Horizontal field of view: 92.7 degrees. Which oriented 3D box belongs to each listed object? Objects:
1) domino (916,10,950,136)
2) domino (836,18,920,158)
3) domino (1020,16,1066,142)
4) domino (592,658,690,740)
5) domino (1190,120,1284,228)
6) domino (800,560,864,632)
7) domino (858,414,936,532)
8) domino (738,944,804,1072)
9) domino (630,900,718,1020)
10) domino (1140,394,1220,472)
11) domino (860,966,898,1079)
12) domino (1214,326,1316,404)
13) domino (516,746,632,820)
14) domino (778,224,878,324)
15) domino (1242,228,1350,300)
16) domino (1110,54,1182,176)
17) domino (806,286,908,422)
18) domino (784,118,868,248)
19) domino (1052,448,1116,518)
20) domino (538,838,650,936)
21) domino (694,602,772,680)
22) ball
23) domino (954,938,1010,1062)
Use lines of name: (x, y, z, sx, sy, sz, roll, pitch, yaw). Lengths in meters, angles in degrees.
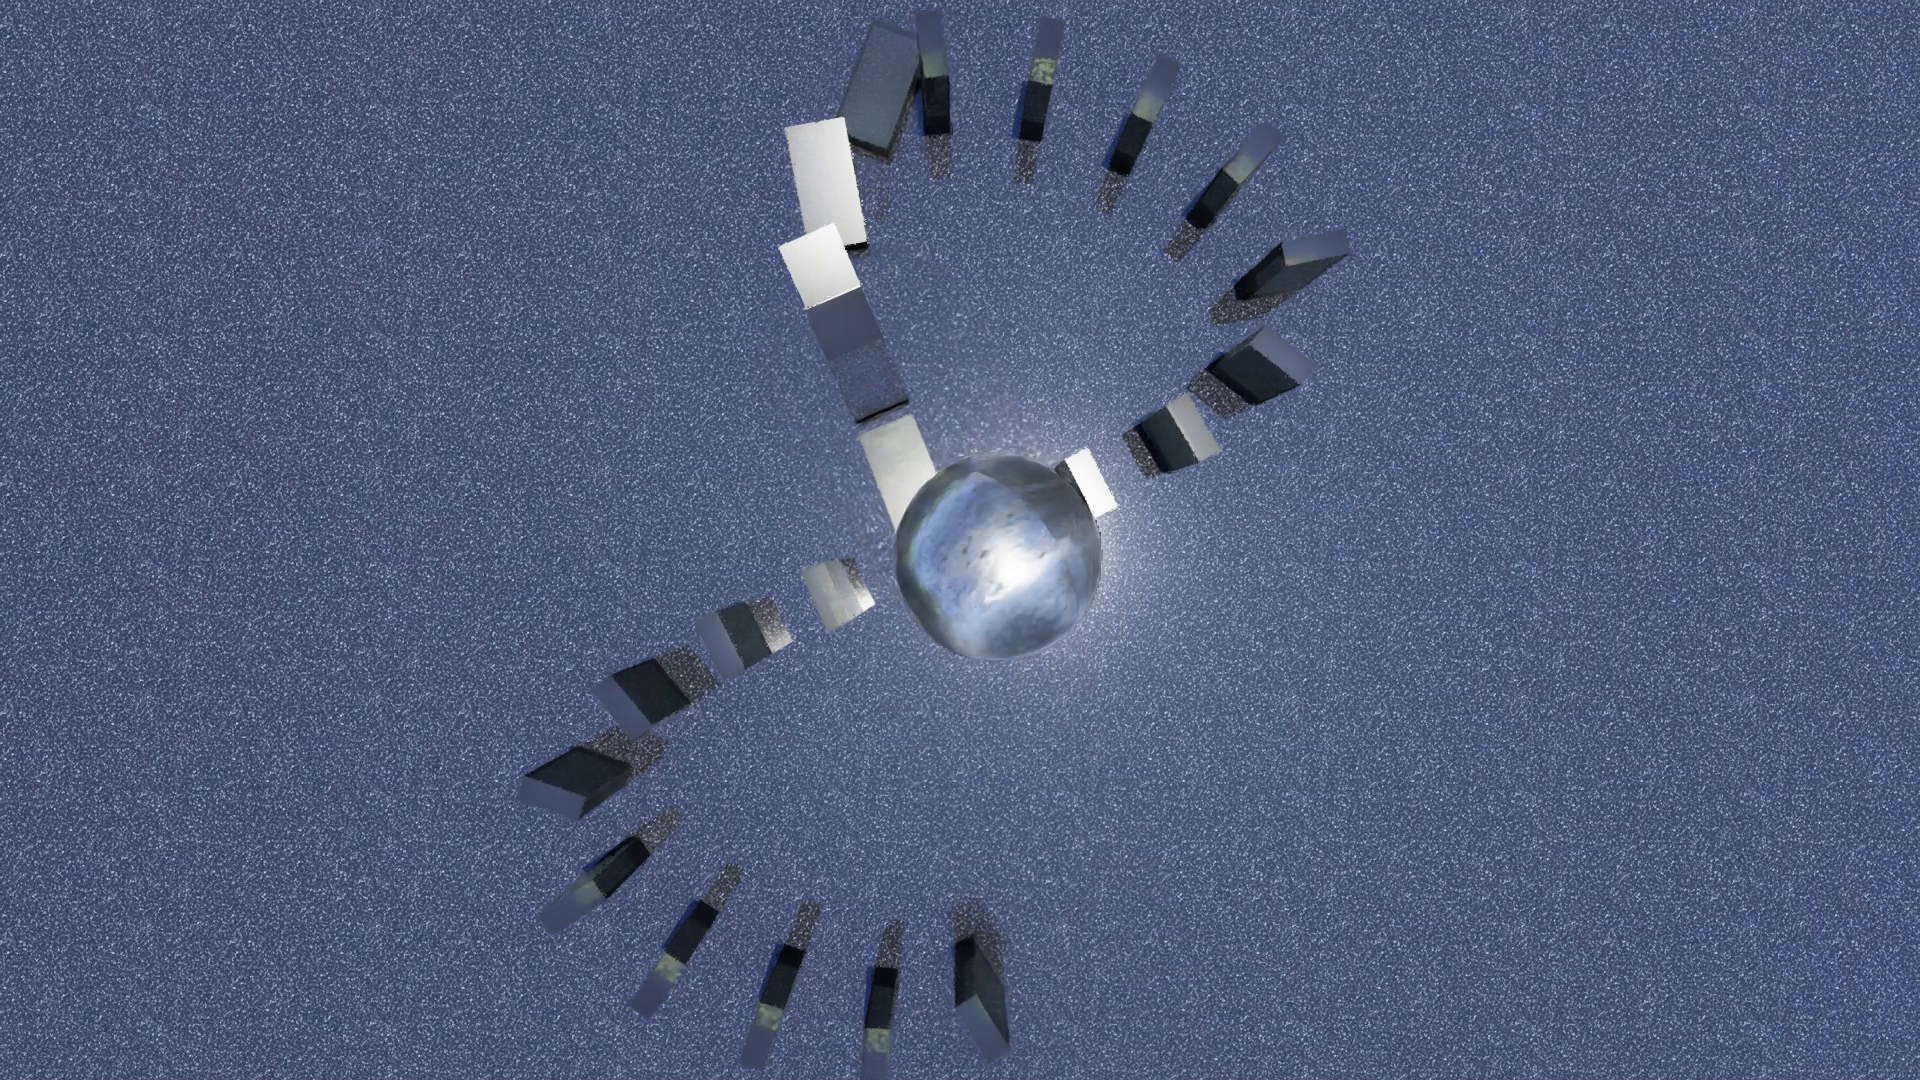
domino: (-0.011, -0.189, 0.375, 0.009, 0.050, 0.025, -9, 90, 0)
domino: (-0.034, -0.195, 0.395, 0.025, 0.009, 0.050, 20, 90, 0)
domino: (0.033, -0.187, 0.375, 0.010, 0.050, 0.025, 12, 90, 0)
domino: (-0.129, 0.064, 0.375, 0.010, 0.050, 0.025, -40, 90, 0)
domino: (0.112, -0.148, 0.375, 0.010, 0.050, 0.025, 43, 90, 0)
domino: (-0.052, 0.022, 0.375, 0.009, 0.050, 0.025, -24, 90, 0)
domino: (-0.023, -0.026, 0.395, 0.025, 0.010, 0.050, -22, 90, 0)
domino: (-0.076, 0.190, 0.375, 0.009, 0.050, 0.025, 19, 90, 0)
domino: (-0.116, 0.170, 0.375, 0.010, 0.050, 0.025, 33, 90, 0)
domino: (0.089, -0.043, 0.375, 0.009, 0.050, 0.025, -31, 90, 0)
domino: (-0.033, 0.199, 0.375, 0.009, 0.050, 0.025, 4, 90, 0)
domino: (0.123, -0.071, 0.375, 0.025, 0.050, 0.010, 38, 90, 0)
domino: (-0.156, 0.099, 0.375, 0.025, 0.050, 0.010, 19, 90, 0)
domino: (-0.054, -0.105, 0.390, 0.025, 0.009, 0.050, -24, 103, 0)
domino: (0.136, -0.112, 0.375, 0.025, 0.050, 0.009, -11, 90, 0)
domino: (0.075, -0.172, 0.375, 0.009, 0.050, 0.025, 26, 90, 0)
domino: (-0.043, -0.079, 0.387, 0.025, 0.009, 0.050, -23, 110, 0)
domino: (-0.056, -0.150, 0.390, 0.025, 0.009, 0.050, -10, 102, 0)
domino: (0.050, -0.022, 0.375, 0.009, 0.050, 0.025, -27, 90, 0)
domino: (-0.148, 0.141, 0.375, 0.025, 0.050, 0.009, -33, 90, 0)
domino: (-0.092, 0.041, 0.375, 0.009, 0.050, 0.025, -27, 90, 0)
ball: (0.014, 0.006, 0.357, 0.080, 0.080, 0.080, 0, 90, 0)
domino: (0.009, 0.187, 0.375, 0.009, 0.050, 0.025, -32, 90, 0)
